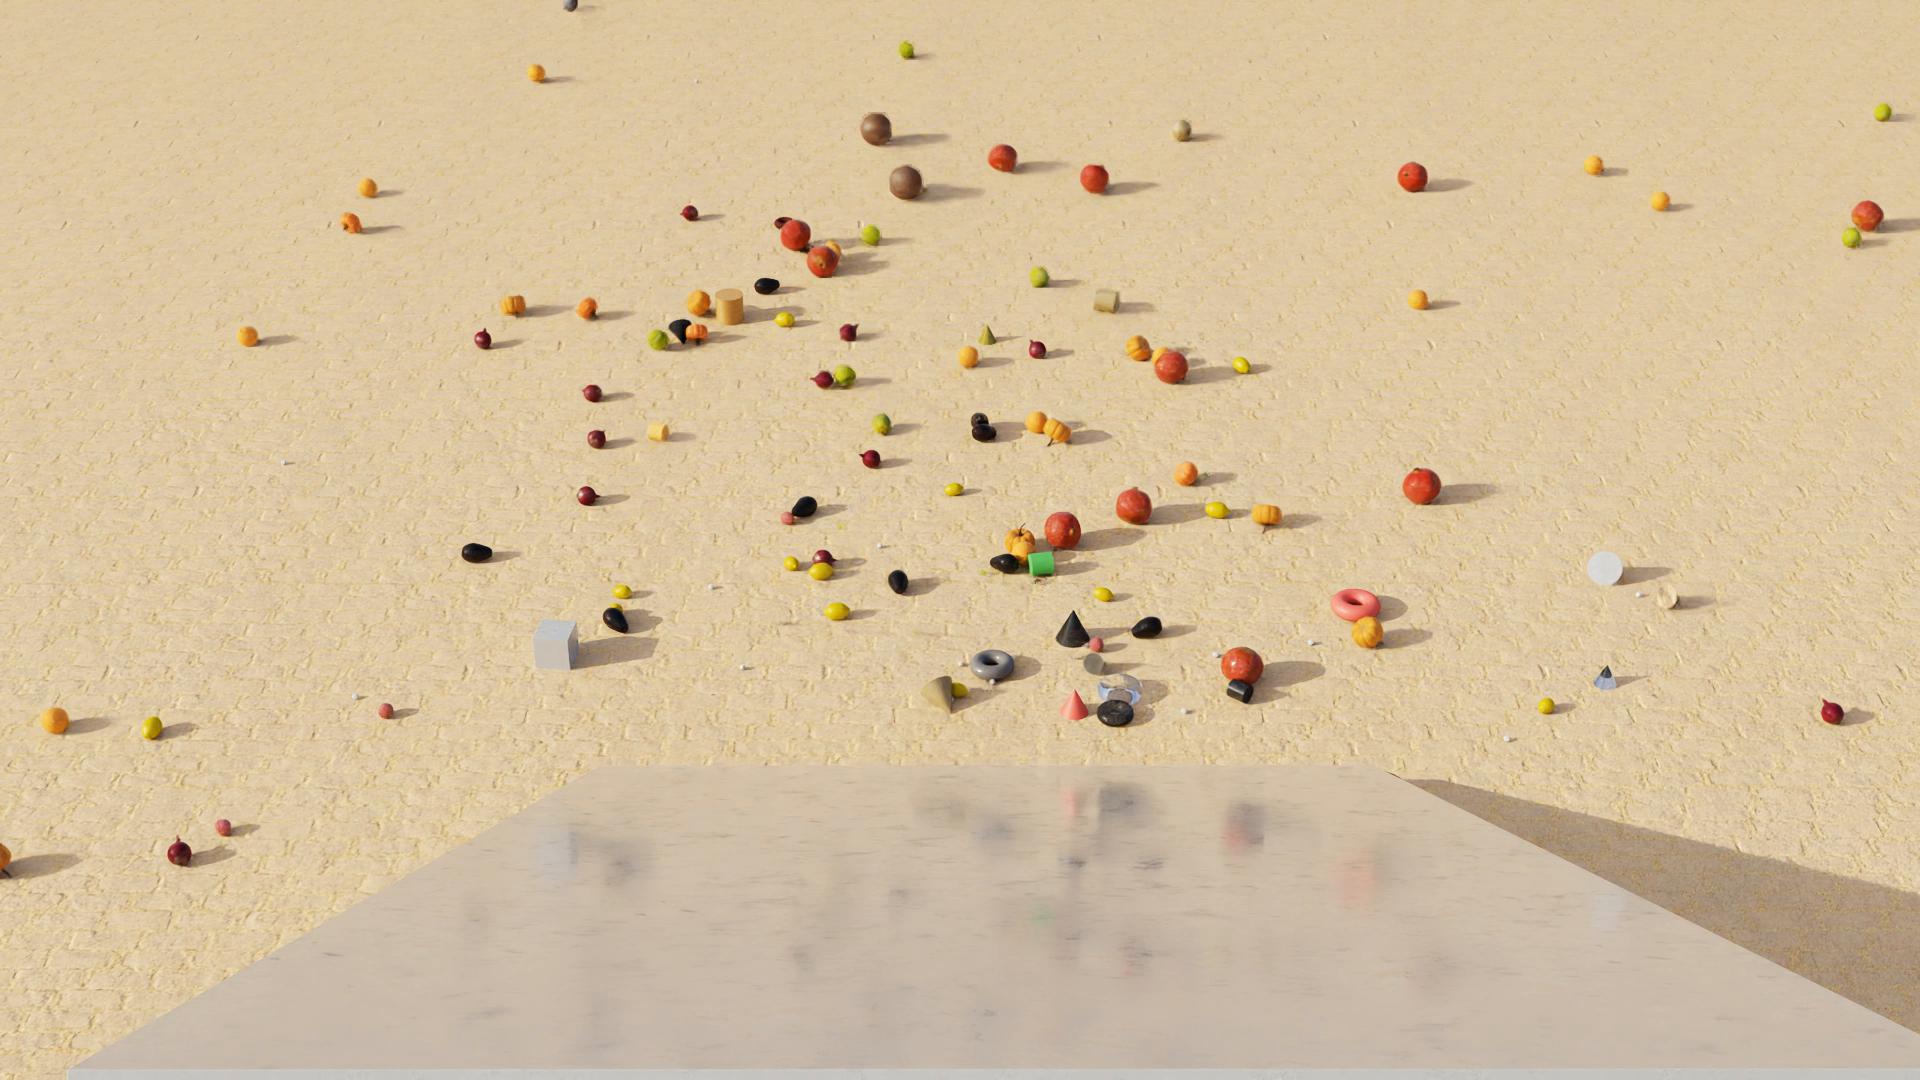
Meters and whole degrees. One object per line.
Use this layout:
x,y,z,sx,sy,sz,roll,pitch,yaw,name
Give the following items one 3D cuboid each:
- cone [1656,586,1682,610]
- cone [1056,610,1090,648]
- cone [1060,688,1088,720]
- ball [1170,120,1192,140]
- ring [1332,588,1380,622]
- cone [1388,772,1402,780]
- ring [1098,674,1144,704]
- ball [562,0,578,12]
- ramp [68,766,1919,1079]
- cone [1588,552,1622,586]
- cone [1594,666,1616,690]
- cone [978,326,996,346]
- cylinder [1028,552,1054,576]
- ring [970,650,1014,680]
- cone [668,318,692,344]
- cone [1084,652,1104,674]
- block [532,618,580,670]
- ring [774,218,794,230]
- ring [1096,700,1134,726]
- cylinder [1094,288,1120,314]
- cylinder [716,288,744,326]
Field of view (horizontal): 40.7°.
2.069,0.171,7.507,0.070,0.070,0.070,12,20,-37,cone
0.320,0.238,7.333,0.098,0.098,0.098,0,31,0,cone
0.311,0.435,7.028,0.077,0.077,0.077,0,31,0,cone
0.894,-1.657,10.465,0.084,0.084,0.084,0,31,0,ball
1.140,0.188,7.464,0.143,0.048,0.143,0,30,0,ring
1.091,0.663,6.685,0.098,0.098,0.098,15,61,23,cone
0.440,0.411,7.103,0.126,0.042,0.126,1,32,-1,ring
-1.771,-2.439,11.763,0.073,0.073,0.073,0,31,0,ball
0.070,0.617,4.695,2.000,0.100,4.000,0,0,0,ramp
1.908,0.081,7.642,0.100,0.100,0.100,12,7,19,cone
1.784,0.370,7.148,0.065,0.065,0.065,0,31,0,cone
0.095,-0.715,8.934,0.064,0.064,0.064,0,31,0,cone
0.239,0.070,7.641,0.065,0.065,0.065,-6,32,-9,cylinder
0.090,0.348,7.206,0.126,0.042,0.126,-1,30,1,ring
-0.960,-0.706,8.945,0.082,0.082,0.082,-8,59,-12,cone
0.386,0.343,7.227,0.061,0.061,0.061,17,9,26,cone
-1.129,0.292,7.242,0.099,0.099,0.099,4,32,7,block
-0.662,-1.194,9.759,0.077,0.026,0.077,0,33,0,ring
0.420,0.469,7.014,0.102,0.034,0.102,0,32,0,ring
0.518,-0.843,9.134,0.074,0.074,0.074,16,34,14,cylinder
-0.806,-0.815,9.067,0.098,0.098,0.098,0,31,0,cylinder
